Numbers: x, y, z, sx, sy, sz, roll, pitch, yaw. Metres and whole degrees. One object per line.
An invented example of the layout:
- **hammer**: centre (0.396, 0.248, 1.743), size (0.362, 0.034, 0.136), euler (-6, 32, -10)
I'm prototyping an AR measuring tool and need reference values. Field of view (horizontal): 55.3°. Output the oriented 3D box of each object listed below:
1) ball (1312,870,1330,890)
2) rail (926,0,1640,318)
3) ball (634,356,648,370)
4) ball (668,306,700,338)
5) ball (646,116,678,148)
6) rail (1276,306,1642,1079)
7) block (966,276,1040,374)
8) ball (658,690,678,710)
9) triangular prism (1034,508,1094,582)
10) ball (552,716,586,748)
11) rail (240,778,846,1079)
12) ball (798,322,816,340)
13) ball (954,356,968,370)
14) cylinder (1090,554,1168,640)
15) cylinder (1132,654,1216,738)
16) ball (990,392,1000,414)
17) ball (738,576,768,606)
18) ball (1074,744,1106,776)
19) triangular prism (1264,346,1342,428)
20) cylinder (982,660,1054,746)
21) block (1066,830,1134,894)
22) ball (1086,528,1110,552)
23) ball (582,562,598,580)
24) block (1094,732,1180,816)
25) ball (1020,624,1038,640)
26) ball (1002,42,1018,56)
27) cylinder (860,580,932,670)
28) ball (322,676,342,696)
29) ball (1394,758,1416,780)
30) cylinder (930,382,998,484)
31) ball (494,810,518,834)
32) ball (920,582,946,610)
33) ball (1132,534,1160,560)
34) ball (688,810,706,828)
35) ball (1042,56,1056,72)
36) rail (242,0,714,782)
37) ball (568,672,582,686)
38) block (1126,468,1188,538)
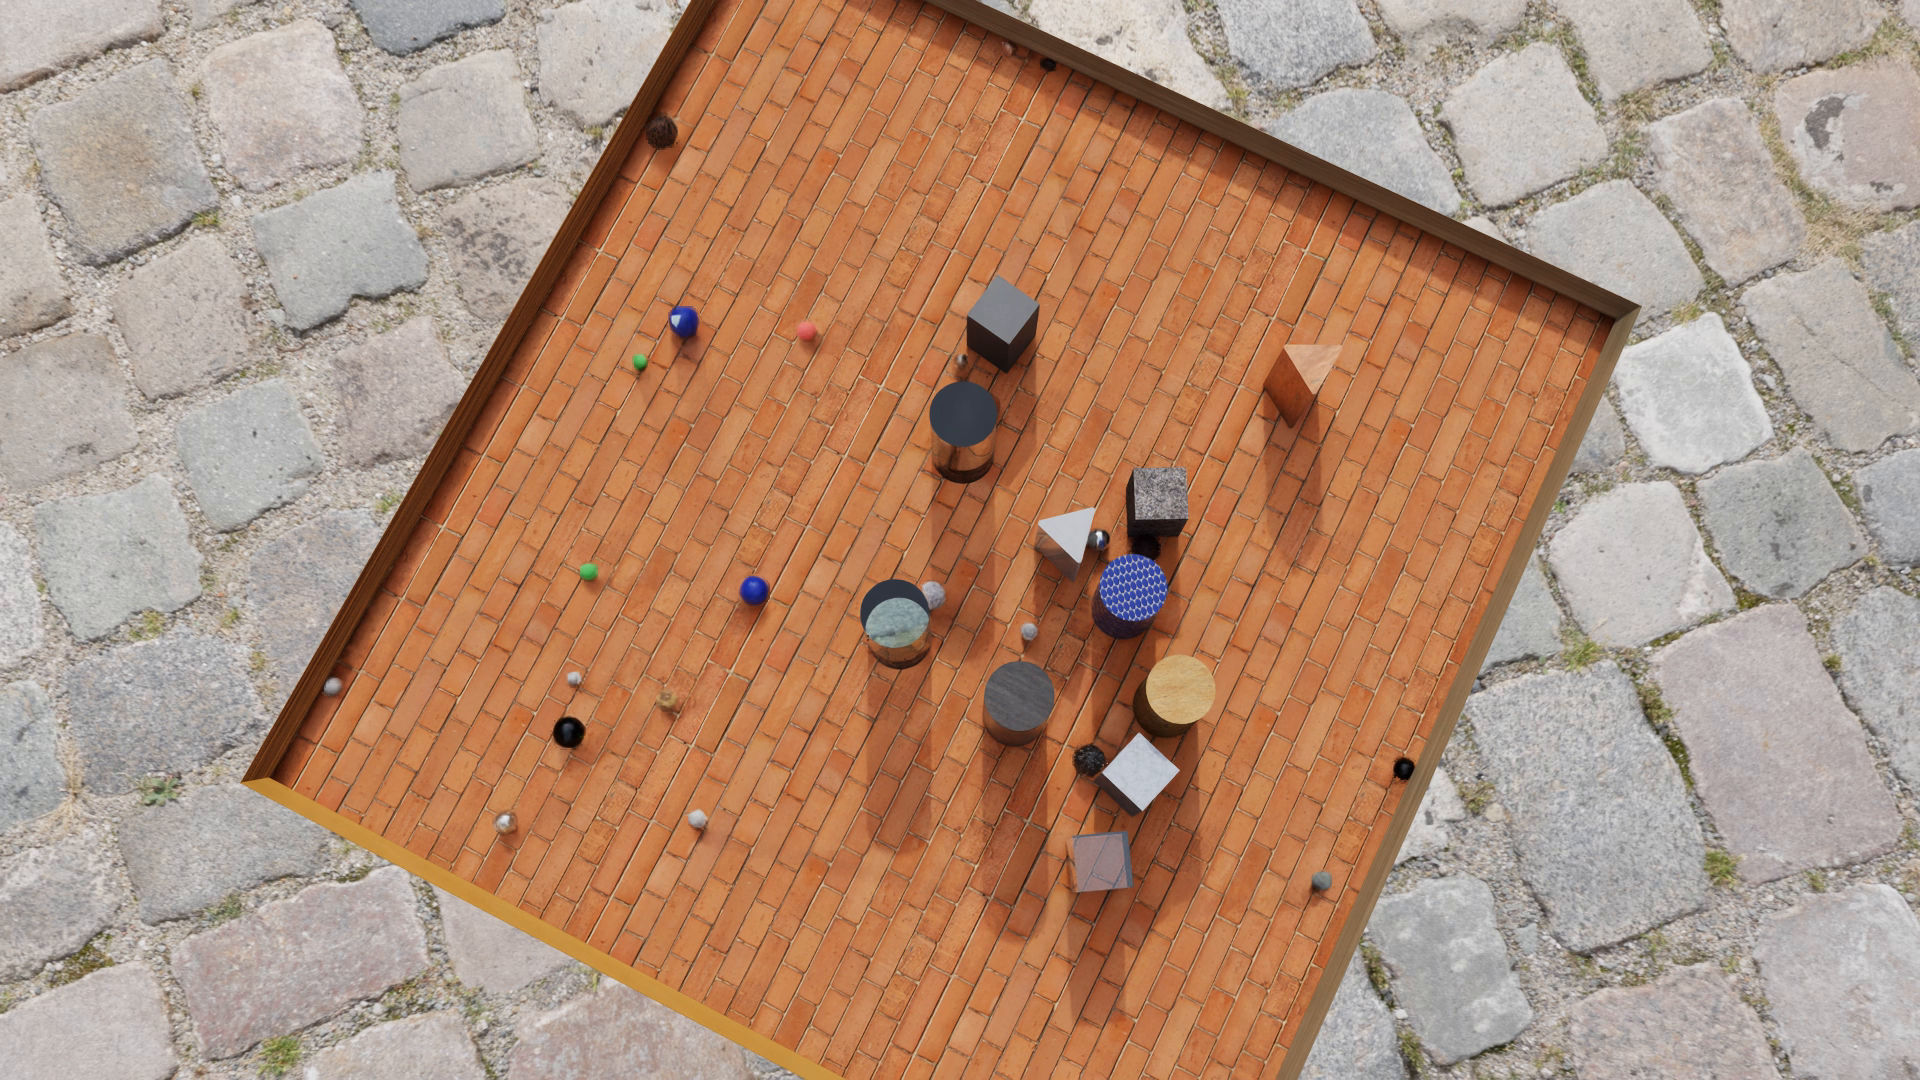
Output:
- **ball**: centre (1.060, 1.001, 5.381), size (0.057, 0.057, 0.057), euler (0, 78, 0)
- **rail**: centre (0.701, -1.366, 5.834), size (3.103, 0.126, 0.045), euler (26, 80, 5)
- **ball**: centre (-0.996, -0.552, 5.708), size (0.044, 0.044, 0.044), euler (0, 78, 0)
- **ball**: centre (-0.860, -0.678, 5.709), size (0.095, 0.095, 0.095), euler (0, 78, 0)
- **ball**: centre (-0.948, -1.301, 5.836), size (0.097, 0.097, 0.097), euler (0, 78, 0)
- **rail**: centre (1.367, 0.676, 5.411), size (0.045, 0.126, 3.183), euler (26, 80, 5)
- **block**: centre (0.129, -0.656, 5.599), size (0.156, 0.301, 0.156), euler (36, 81, 7)
- **ball**: centre (-0.875, 0.478, 5.488), size (0.059, 0.059, 0.059), euler (0, 78, 0)
- **triangular prism**: centre (0.338, -0.011, 5.462), size (0.146, 0.308, 0.168), euler (-44, 82, -8)
- **ball**: centre (-1.163, 0.572, 5.450), size (0.095, 0.095, 0.095), euler (0, 78, 0)
- **rail**: centre (-0.701, 1.380, 5.265), size (3.103, 0.126, 0.045), euler (26, 80, 5)
- **ball**: centre (-0.476, -0.654, 5.722), size (0.058, 0.058, 0.058), euler (0, 78, 0)
- **ball**: centre (0.003, -0.553, 5.708), size (0.045, 0.045, 0.045), euler (0, 78, 0)
- **cylinder**: centre (0.495, 0.171, 5.403), size (0.195, 0.348, 0.195), euler (0, 78, 0)
- **cylinder**: centre (0.617, 0.458, 5.316), size (0.195, 0.403, 0.195), euler (0, 78, 0)
- **ball**: centre (0.080, -0.412, 5.654), size (0.093, 0.093, 0.093), euler (0, 78, 0)
- **ball**: centre (-0.624, 0.154, 5.540), size (0.088, 0.088, 0.088), euler (0, 78, 0)
- **ball**: centre (0.384, 0.652, 5.434), size (0.093, 0.093, 0.093), euler (0, 78, 0)
- **triangular prism**: centre (1.008, -0.491, 5.523), size (0.146, 0.382, 0.168), euler (30, 80, 6)
- **cylinder**: centre (0.164, 0.477, 5.279), size (0.195, 0.468, 0.195), euler (0, 78, 0)
- **block**: centre (0.399, 0.928, 5.266), size (0.156, 0.310, 0.156), euler (-5, 78, -1)
- **ball**: centre (0.422, -0.002, 5.580), size (0.072, 0.072, 0.072), euler (0, 78, 0)
- **ball**: centre (-1.125, 0.096, 5.570), size (0.052, 0.052, 0.052), euler (0, 78, 0)
- **block**: centre (0.509, 0.684, 5.312), size (0.156, 0.318, 0.156), euler (43, 81, 8)
- **ball**: centre (0.210, 0.278, 5.533), size (0.052, 0.052, 0.052), euler (0, 78, 0)
- **ball**: centre (0.162, -1.585, 5.921), size (0.047, 0.047, 0.047), euler (0, 78, 0)
- **cylinder**: centre (-0.182, 0.250, 5.333), size (0.195, 0.453, 0.195), euler (0, 78, 0)
- **ball**: centre (-1.882, 0.437, 5.497), size (0.056, 0.056, 0.056), euler (0, 78, 0)
- **ball**: centre (1.319, 0.680, 5.443), size (0.064, 0.064, 0.064), euler (0, 78, 0)
- **cylinder**: centre (0.010, -0.314, 5.451), size (0.195, 0.452, 0.195), euler (0, 78, 0)
- **ball**: centre (-1.339, 0.830, 5.410), size (0.069, 0.069, 0.069), euler (0, 78, 0)
- **ball**: centre (-0.083, 0.169, 5.538), size (0.084, 0.084, 0.084), euler (0, 78, 0)
- **ball**: centre (0.565, 0.026, 5.566), size (0.088, 0.088, 0.088), euler (0, 78, 0)
- **ball**: centre (-0.775, 0.825, 5.419), size (0.053, 0.053, 0.053), euler (0, 78, 0)
- **ball**: centre (0.285, -1.535, 5.911), size (0.046, 0.046, 0.046), euler (0, 78, 0)
- **rail**: centre (-1.367, -0.662, 5.688), size (0.045, 0.126, 3.183), euler (26, 80, 5)
- **ball**: centre (-1.159, 0.416, 5.509), size (0.043, 0.043, 0.043), euler (0, 78, 0)
- **block**: centre (0.590, -0.111, 5.508), size (0.156, 0.259, 0.156), euler (-1, 78, 0)
